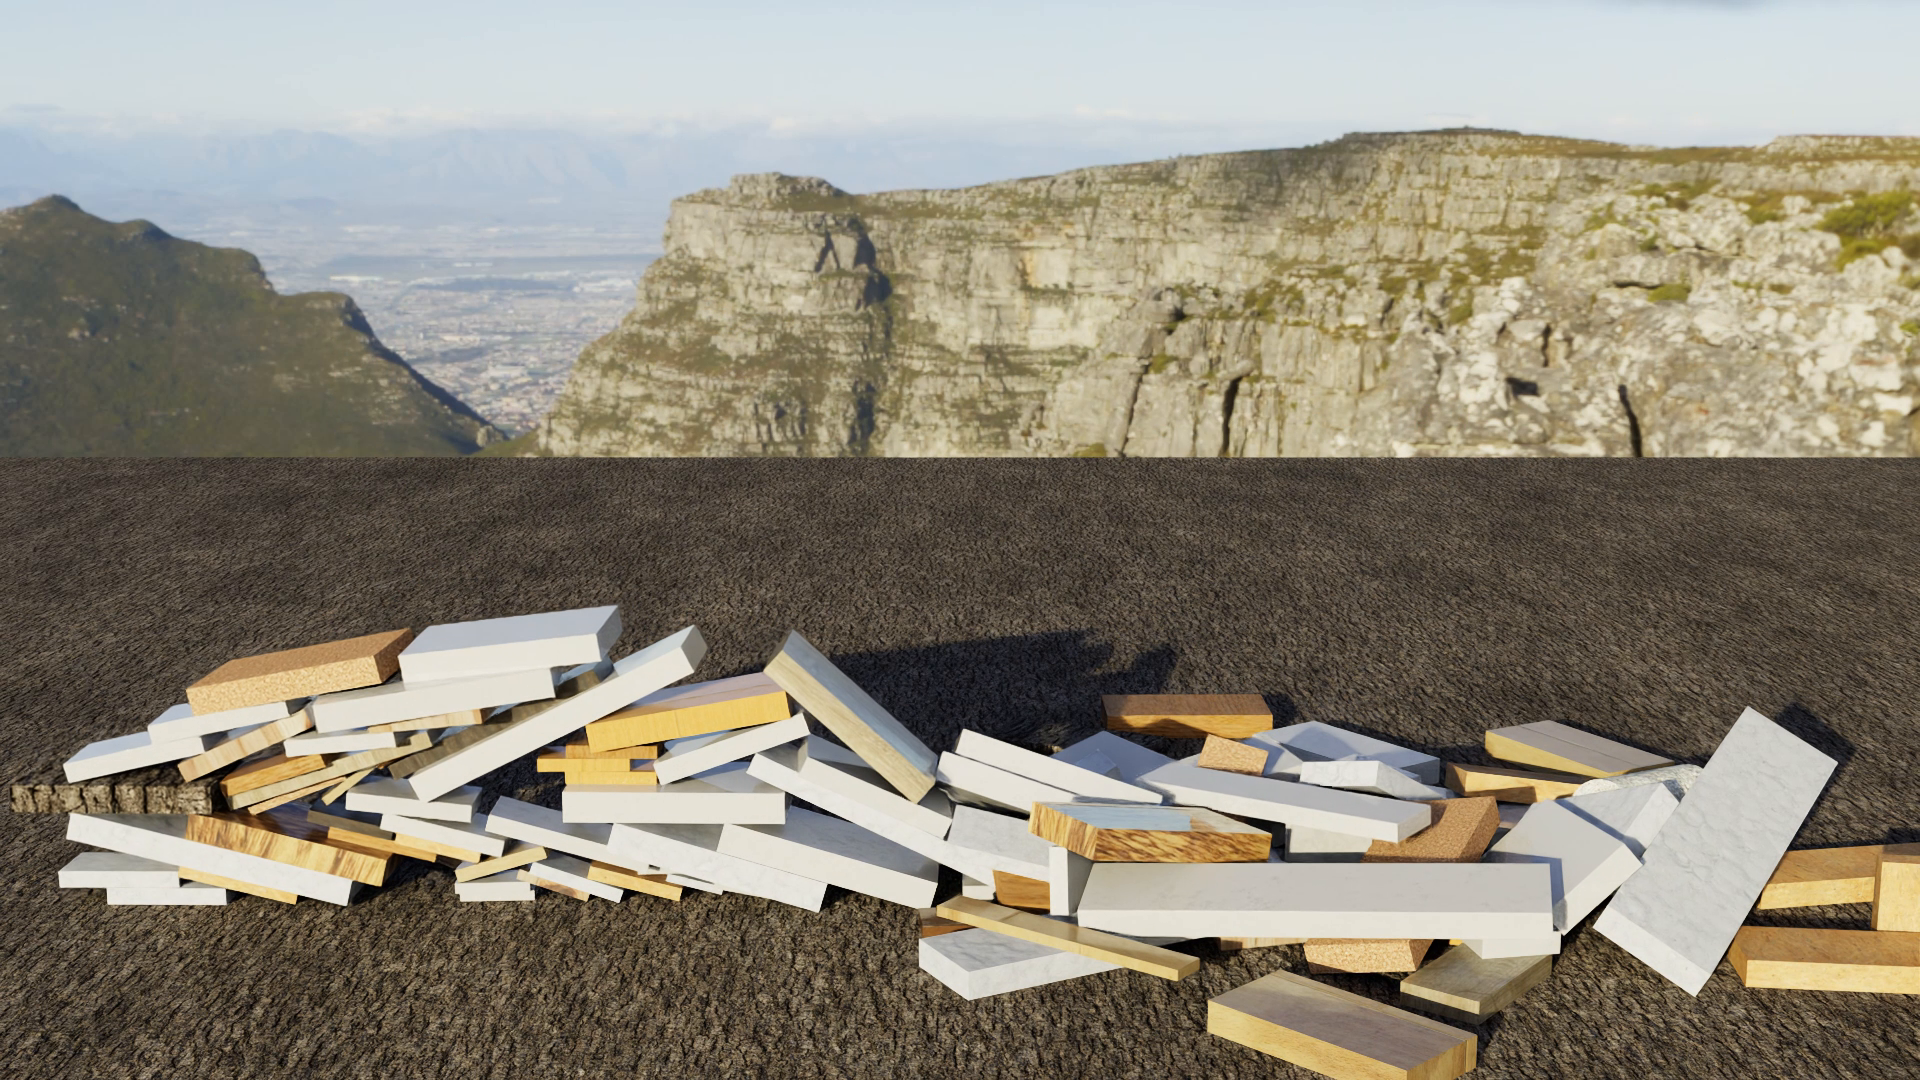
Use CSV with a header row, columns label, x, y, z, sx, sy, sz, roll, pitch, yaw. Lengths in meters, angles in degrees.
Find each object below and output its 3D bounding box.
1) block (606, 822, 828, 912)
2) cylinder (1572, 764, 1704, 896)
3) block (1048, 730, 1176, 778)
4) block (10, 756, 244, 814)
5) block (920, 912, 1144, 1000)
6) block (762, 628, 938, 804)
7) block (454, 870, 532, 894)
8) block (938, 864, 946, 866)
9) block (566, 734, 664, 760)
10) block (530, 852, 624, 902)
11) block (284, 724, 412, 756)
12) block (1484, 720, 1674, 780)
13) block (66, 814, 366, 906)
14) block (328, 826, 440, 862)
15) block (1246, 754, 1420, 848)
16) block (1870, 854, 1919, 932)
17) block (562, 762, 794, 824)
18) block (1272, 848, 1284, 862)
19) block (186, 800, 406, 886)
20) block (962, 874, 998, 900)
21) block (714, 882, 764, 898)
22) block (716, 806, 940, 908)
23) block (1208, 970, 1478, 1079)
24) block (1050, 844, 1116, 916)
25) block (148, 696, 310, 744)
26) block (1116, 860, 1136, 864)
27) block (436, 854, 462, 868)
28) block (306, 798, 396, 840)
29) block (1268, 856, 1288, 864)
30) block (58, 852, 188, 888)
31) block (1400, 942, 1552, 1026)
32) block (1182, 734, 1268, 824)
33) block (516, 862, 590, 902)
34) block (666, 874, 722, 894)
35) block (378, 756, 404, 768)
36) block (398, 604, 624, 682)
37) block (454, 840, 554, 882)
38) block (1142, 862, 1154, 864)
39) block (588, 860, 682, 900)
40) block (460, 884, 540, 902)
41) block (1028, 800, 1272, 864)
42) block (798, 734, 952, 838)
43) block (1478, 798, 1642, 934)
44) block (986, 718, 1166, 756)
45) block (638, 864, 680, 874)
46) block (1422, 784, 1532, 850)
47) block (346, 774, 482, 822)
label,x,y,z,sx,sy,sz,roll,pitch,yaw
block,-0.394,0.515,3.656,0.359,0.051,0.180,16,10,-3
cylinder,1.160,0.486,3.692,0.196,0.196,0.196,-5,12,-27
block,0.311,0.453,4.151,0.166,0.047,0.331,-22,22,-29
block,-1.373,0.405,3.639,0.327,0.046,0.163,0,10,1
block,0.109,0.627,3.353,0.307,0.043,0.153,-6,12,-28
block,-0.175,0.287,3.610,0.328,0.046,0.164,42,9,-5
block,-0.772,0.567,3.651,0.121,0.017,0.061,-1,11,-4
block,-0.016,0.544,3.850,0.172,0.024,0.086,1,11,6
block,-0.567,0.339,3.621,0.149,0.021,0.075,0,11,2
block,-0.632,0.556,3.652,0.155,0.022,0.077,19,9,-4
block,-0.994,0.317,3.585,0.184,0.026,0.092,-6,14,7
block,1.230,0.433,4.381,0.172,0.049,0.344,-6,12,-28
block,-1.221,0.505,3.661,0.465,0.046,0.163,14,10,-2
block,-0.950,0.493,3.651,0.178,0.020,0.070,14,10,-3
block,0.645,0.469,3.981,0.347,0.049,0.173,-12,15,-30
block,1.565,0.568,3.383,0.294,0.147,0.042,2,11,11
block,-0.461,0.416,3.637,0.359,0.051,0.180,0,11,1
block,0.510,0.558,3.789,0.070,0.020,0.139,5,12,24
block,-1.096,0.489,3.659,0.327,0.046,0.163,14,10,-2
block,0.086,0.576,3.680,0.164,0.023,0.082,0,11,-1
block,-0.361,0.574,3.662,0.094,0.013,0.047,12,10,-6
block,-0.215,0.515,3.658,0.359,0.051,0.180,16,10,-2
block,0.525,0.682,3.042,0.166,0.047,0.332,-10,15,-44
block,0.196,0.527,3.487,0.030,0.104,0.209,-2,-1,25
block,-1.195,0.281,3.599,0.229,0.032,0.114,-12,12,2
block,0.209,0.534,3.677,0.164,0.023,0.082,11,5,-9
block,-0.908,0.535,3.890,0.191,0.027,0.095,10,15,44
block,-1.001,0.461,3.641,0.140,0.020,0.070,14,10,-4
block,0.490,0.537,3.575,0.070,0.020,0.140,-13,18,-39
block,-1.382,0.549,3.661,0.196,0.028,0.098,0,11,0
block,0.767,0.649,3.258,0.124,0.035,0.248,8,13,38
block,0.455,0.448,3.836,0.111,0.031,0.221,16,51,13
block,-0.671,0.564,3.651,0.122,0.017,0.061,19,9,-5
block,-0.441,0.567,3.671,0.094,0.013,0.047,15,9,-7
block,-0.948,0.357,3.676,0.050,0.014,0.101,-28,9,-9
block,-0.728,0.168,3.578,0.325,0.046,0.162,-6,14,6
block,-0.752,0.525,3.647,0.155,0.022,0.077,-16,10,6
block,0.284,0.575,3.555,0.020,0.070,0.140,3,11,24
block,-0.538,0.559,3.661,0.155,0.022,0.077,15,9,-6
block,-0.766,0.582,3.663,0.121,0.017,0.061,-1,11,-3
block,0.302,0.465,3.487,0.350,0.050,0.175,7,4,-33
block,-0.140,0.403,3.611,0.258,0.037,0.129,24,10,-9
block,0.937,0.509,3.462,0.159,0.045,0.318,-42,8,0
block,0.231,0.421,4.453,0.331,0.047,0.166,5,12,26
block,-0.488,0.542,3.664,0.095,0.013,0.047,0,11,-6
block,0.948,0.509,3.975,0.331,0.047,0.166,7,13,33
block,-0.901,0.427,3.638,0.203,0.029,0.101,7,11,-3
